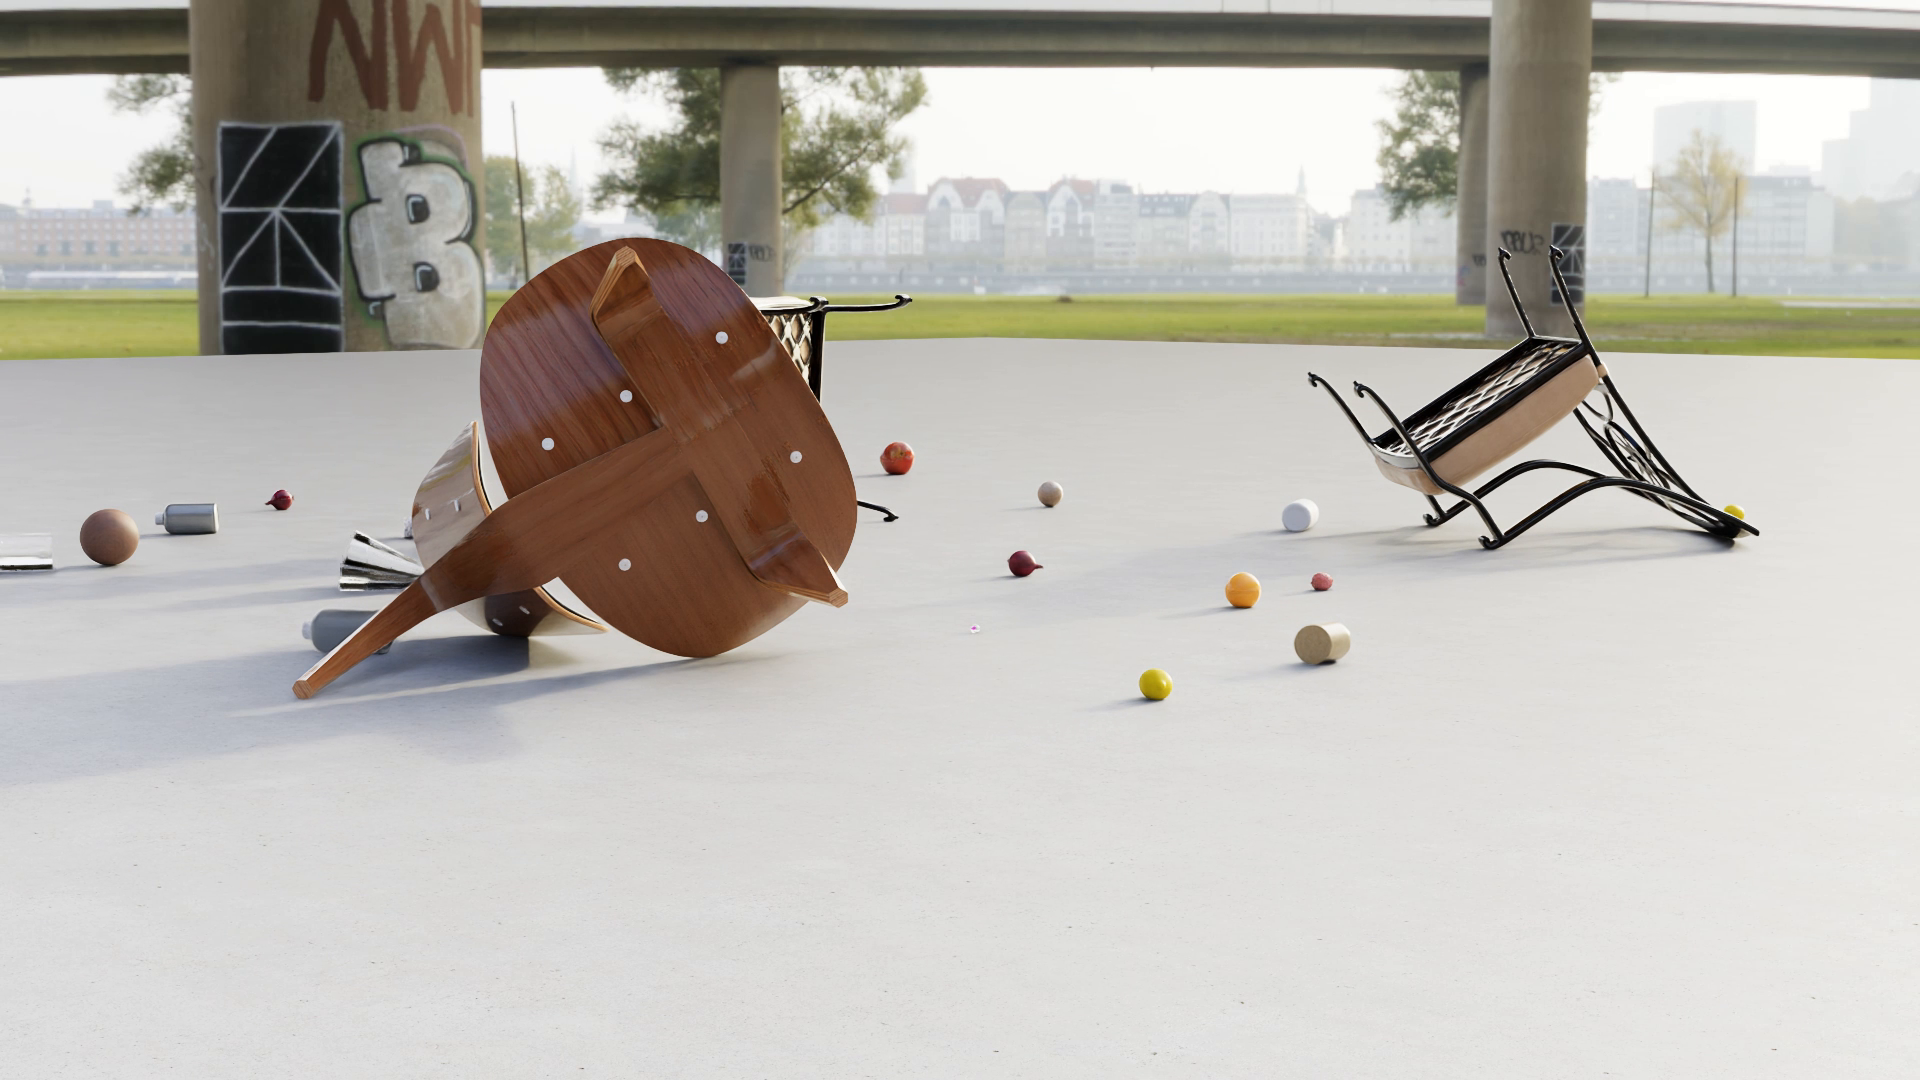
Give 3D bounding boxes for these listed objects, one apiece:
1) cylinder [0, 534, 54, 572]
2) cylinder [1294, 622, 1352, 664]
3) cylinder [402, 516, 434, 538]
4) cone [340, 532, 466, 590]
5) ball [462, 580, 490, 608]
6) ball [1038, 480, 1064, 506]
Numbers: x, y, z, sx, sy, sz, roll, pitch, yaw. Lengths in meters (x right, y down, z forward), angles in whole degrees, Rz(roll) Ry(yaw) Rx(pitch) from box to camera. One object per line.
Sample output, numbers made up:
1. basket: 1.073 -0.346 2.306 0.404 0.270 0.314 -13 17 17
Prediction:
1. cylinder: -2.095 0.028 5.734 0.124 0.080 0.093 -2 -24 -20
2. cylinder: 0.619 0.176 4.380 0.078 0.067 0.058 -16 -6 43
3. cylinder: -1.365 -0.032 6.468 0.071 0.052 0.066 7 13 -10
4. cone: -1.160 0.072 5.417 0.254 0.123 0.243 13 9 -8
5. ball: -0.964 0.107 5.110 0.053 0.053 0.053 0 6 0
6. ball: 0.258 -0.132 7.335 0.074 0.074 0.074 0 6 0
